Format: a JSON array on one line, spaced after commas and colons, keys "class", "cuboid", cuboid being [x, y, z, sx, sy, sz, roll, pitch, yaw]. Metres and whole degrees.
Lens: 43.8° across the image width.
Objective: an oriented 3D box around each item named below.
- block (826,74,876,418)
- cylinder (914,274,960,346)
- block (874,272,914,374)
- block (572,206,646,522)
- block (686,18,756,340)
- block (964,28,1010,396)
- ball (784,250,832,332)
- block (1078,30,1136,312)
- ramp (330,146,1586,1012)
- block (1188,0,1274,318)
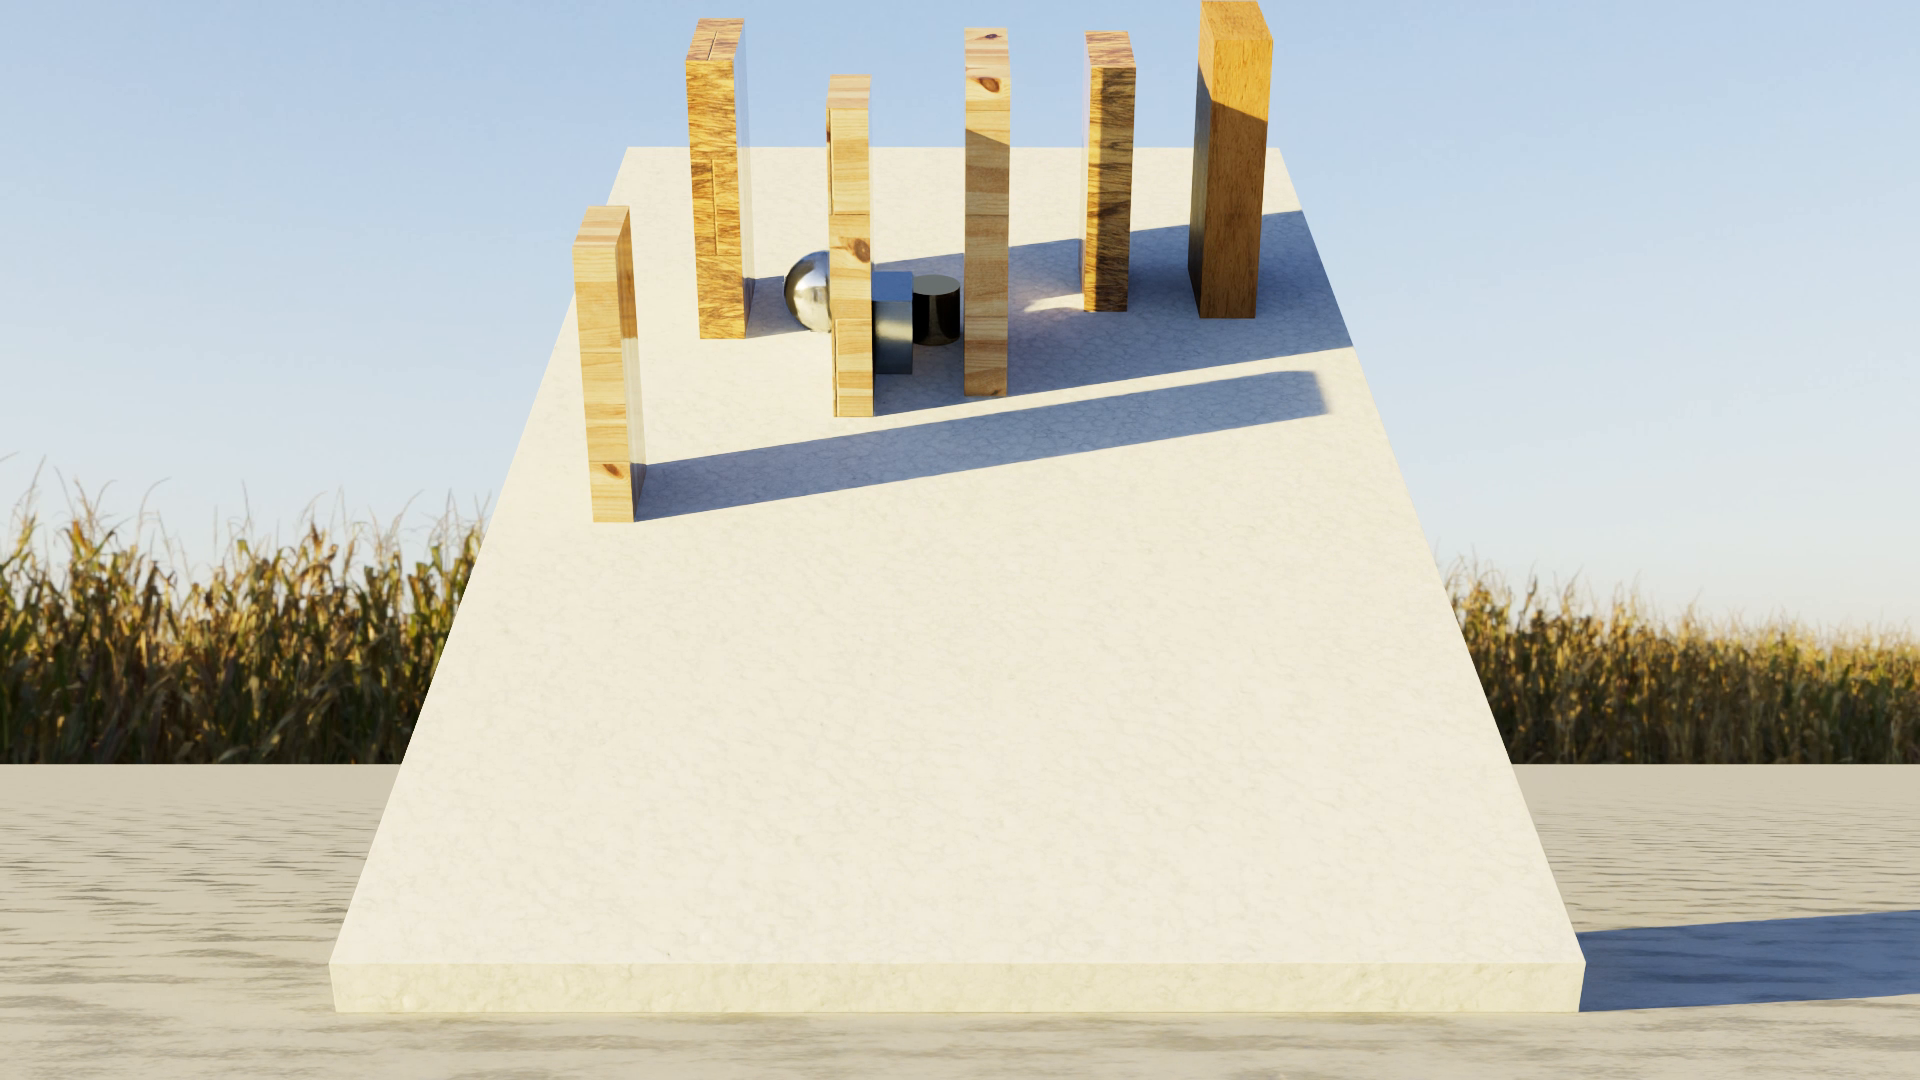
[{"class": "block", "cuboid": [-0.250, -0.677, 5.534, 0.093, 0.751, 0.247, 0, 28, 0]}, {"class": "cylinder", "cuboid": [-0.068, -0.578, 6.000, 0.138, 0.138, 0.138, 0, 28, 0]}, {"class": "block", "cuboid": [-0.212, -0.534, 5.859, 0.192, 0.192, 0.192, 0, 28, 0]}, {"class": "block", "cuboid": [-0.744, -0.373, 5.091, 0.087, 0.626, 0.253, 0, 28, 0]}, {"class": "block", "cuboid": [-0.598, -0.909, 6.003, 0.114, 0.716, 0.369, 0, 28, 0]}, {"class": "block", "cuboid": [0.061, -0.783, 5.702, 0.101, 0.781, 0.409, 0, 28, 0]}, {"class": "ball", "cuboid": [-0.343, -0.629, 6.025, 0.204, 0.204, 0.204, 0, -5, 0]}, {"class": "block", "cuboid": [0.377, -0.952, 6.164, 0.111, 0.647, 0.320, 0, 28, 0]}, {"class": "ramp", "cuboid": [-0.011, -0.222, 5.586, 2.000, 0.100, 4.000, 0, 28, 0]}, {"class": "block", "cuboid": [0.688, -0.975, 6.121, 0.142, 0.730, 0.357, 0, 28, 0]}]
